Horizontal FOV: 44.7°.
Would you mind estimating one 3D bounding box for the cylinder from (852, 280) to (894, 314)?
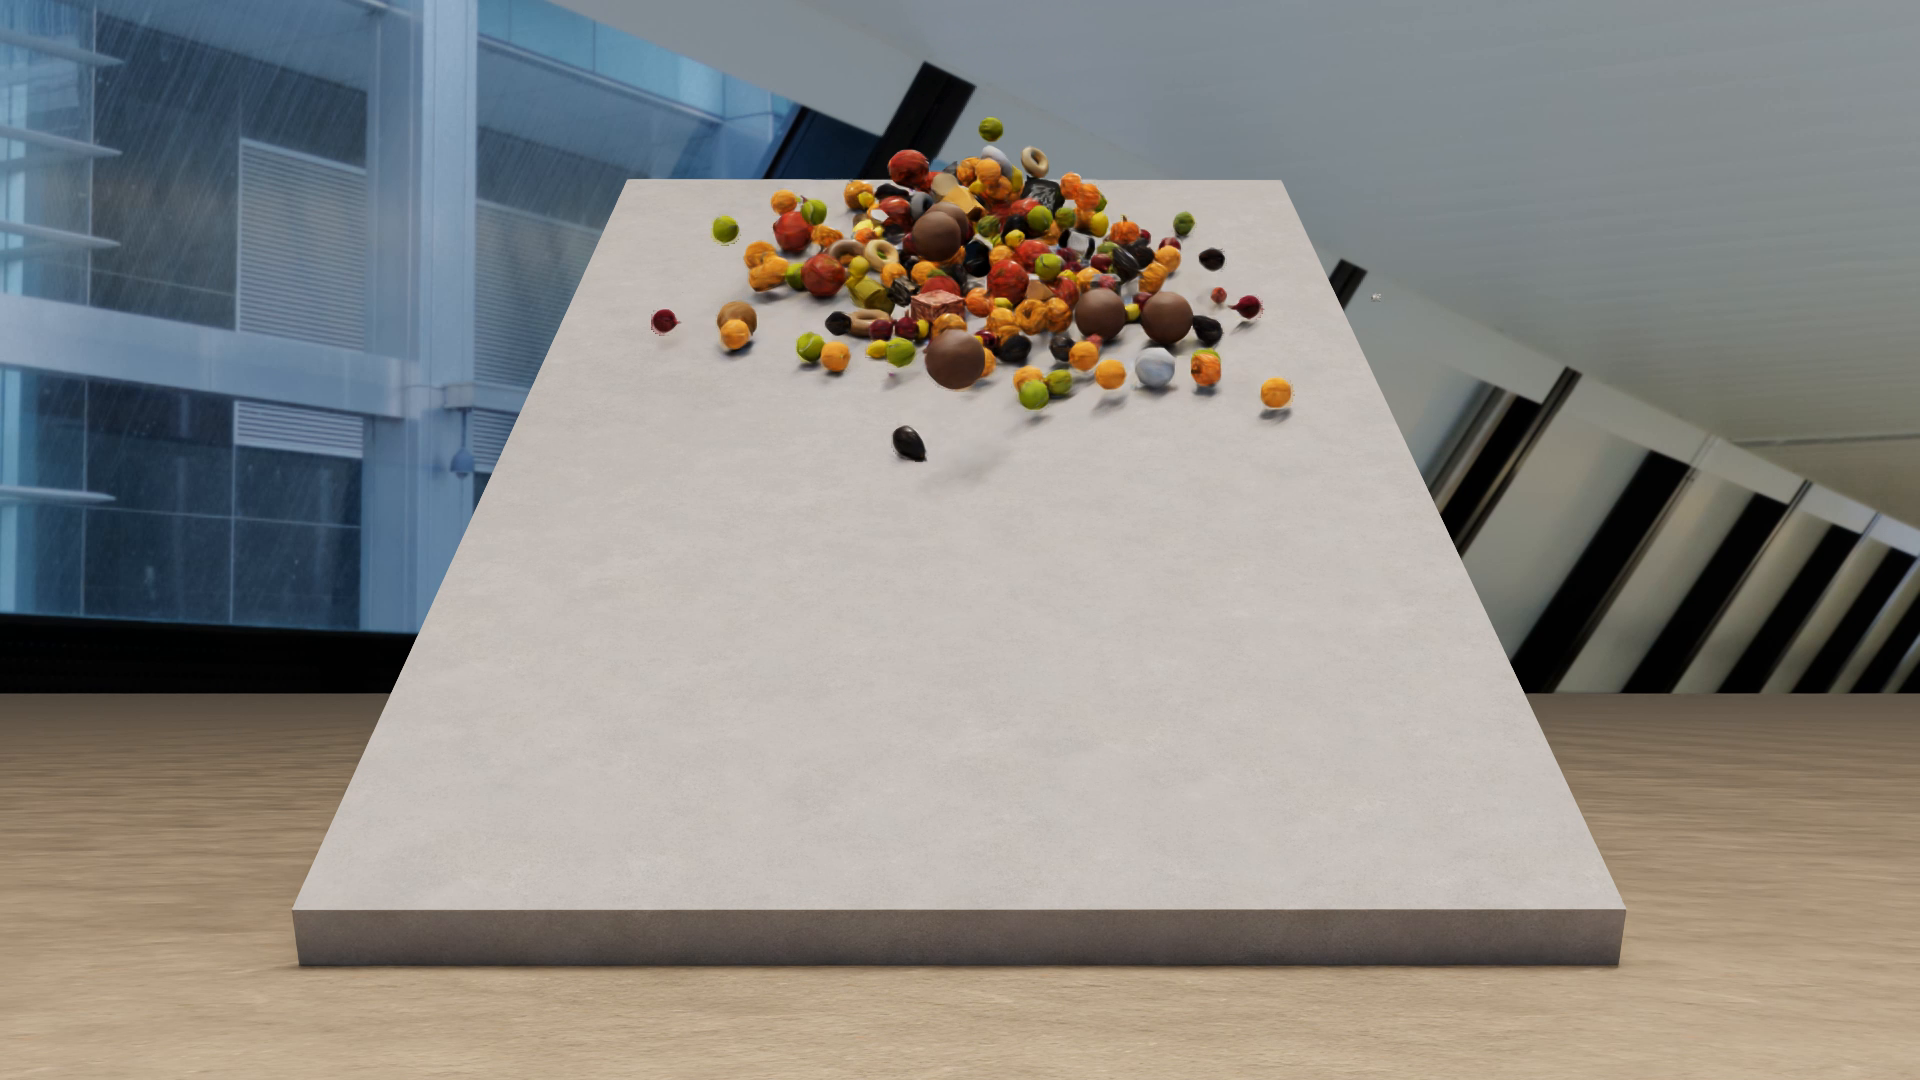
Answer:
[{"bbox_3d":[-0.221,-0.612,5.950,0.085,0.085,0.085,2,23,-27],"label":"cylinder"}]

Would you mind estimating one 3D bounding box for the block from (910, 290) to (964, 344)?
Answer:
[{"bbox_3d":[-0.057,-0.560,5.828,0.096,0.096,0.096,-20,31,-37],"label":"block"}]

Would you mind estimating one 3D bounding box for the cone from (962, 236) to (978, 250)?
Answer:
[{"bbox_3d":[0.047,-0.790,6.413,0.066,0.066,0.066,44,14,20],"label":"cone"}]

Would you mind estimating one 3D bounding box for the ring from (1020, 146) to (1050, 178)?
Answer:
[{"bbox_3d":[0.214,-1.078,6.658,0.099,0.099,0.033,3,-28,-42],"label":"ring"}]

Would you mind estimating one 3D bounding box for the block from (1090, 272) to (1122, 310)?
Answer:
[{"bbox_3d":[0.379,-0.645,6.045,0.073,0.073,0.073,3,25,6],"label":"block"}]

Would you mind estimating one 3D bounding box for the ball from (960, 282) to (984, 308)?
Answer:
[{"bbox_3d":[0.031,-0.631,5.985,0.066,0.066,0.066,0,-4,0],"label":"ball"}]

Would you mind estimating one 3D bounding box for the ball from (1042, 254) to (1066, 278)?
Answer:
[{"bbox_3d":[0.253,-0.731,6.244,0.065,0.065,0.065,0,-4,0],"label":"ball"}]

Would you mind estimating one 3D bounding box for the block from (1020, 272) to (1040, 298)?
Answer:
[{"bbox_3d":[0.184,-0.669,6.124,0.051,0.051,0.051,1,24,2],"label":"block"}]

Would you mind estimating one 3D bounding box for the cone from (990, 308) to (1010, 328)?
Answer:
[{"bbox_3d":[0.102,-0.573,5.894,0.052,0.052,0.052,0,39,7],"label":"cone"}]

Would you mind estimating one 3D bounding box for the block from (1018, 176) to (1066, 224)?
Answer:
[{"bbox_3d":[0.235,-0.971,6.677,0.094,0.094,0.094,15,-9,21],"label":"block"}]

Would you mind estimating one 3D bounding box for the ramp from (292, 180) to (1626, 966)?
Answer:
[{"bbox_3d":[-0.008,-0.229,5.337,2.000,0.100,4.000,0,24,0],"label":"ramp"}]

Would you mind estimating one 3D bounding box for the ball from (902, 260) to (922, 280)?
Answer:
[{"bbox_3d":[-0.129,-0.721,6.229,0.056,0.056,0.056,0,-4,0],"label":"ball"}]

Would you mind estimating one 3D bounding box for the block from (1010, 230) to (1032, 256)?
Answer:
[{"bbox_3d":[0.165,-0.806,6.341,0.059,0.059,0.059,1,-2,-1],"label":"block"}]

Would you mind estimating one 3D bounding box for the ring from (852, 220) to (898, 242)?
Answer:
[{"bbox_3d":[-0.235,-0.869,6.567,0.137,0.046,0.137,-3,25,2],"label":"ring"}]

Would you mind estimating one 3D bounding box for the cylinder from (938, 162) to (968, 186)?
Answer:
[{"bbox_3d":[-0.023,-1.077,6.943,0.072,0.072,0.072,-35,-14,14],"label":"cylinder"}]

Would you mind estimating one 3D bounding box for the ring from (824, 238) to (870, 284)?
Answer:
[{"bbox_3d":[-0.303,-0.743,6.218,0.125,0.125,0.042,0,-10,-4],"label":"ring"}]

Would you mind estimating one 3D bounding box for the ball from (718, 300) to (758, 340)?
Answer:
[{"bbox_3d":[-0.552,-0.543,5.784,0.100,0.100,0.100,0,-4,0],"label":"ball"}]

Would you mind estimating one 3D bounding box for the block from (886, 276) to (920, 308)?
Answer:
[{"bbox_3d":[-0.143,-0.624,5.857,0.053,0.053,0.053,34,31,14],"label":"block"}]

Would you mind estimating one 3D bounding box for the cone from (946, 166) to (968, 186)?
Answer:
[{"bbox_3d":[-0.022,-1.079,6.836,0.064,0.064,0.064,37,19,33],"label":"cone"}]

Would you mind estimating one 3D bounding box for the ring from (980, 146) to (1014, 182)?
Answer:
[{"bbox_3d":[0.104,-1.058,6.572,0.039,0.116,0.116,-41,8,-15],"label":"ring"}]

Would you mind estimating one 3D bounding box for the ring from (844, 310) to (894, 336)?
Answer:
[{"bbox_3d":[-0.229,-0.544,5.857,0.127,0.042,0.127,0,25,0],"label":"ring"}]

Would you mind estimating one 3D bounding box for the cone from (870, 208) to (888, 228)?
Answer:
[{"bbox_3d":[-0.230,-0.873,6.412,0.052,0.052,0.052,2,-46,-26],"label":"cone"}]

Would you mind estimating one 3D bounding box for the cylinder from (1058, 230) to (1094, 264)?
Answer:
[{"bbox_3d":[0.316,-0.799,6.355,0.076,0.076,0.076,13,-8,-22],"label":"cylinder"}]

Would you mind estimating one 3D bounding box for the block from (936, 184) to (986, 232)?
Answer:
[{"bbox_3d":[0.004,-0.937,6.588,0.085,0.085,0.085,-43,-17,14],"label":"block"}]

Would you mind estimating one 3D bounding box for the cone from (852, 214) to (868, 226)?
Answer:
[{"bbox_3d":[-0.273,-0.904,6.660,0.051,0.051,0.051,-2,-1,26],"label":"cone"}]

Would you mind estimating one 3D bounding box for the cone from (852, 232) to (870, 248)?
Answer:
[{"bbox_3d":[-0.291,-0.816,6.473,0.059,0.059,0.059,28,-29,17],"label":"cone"}]

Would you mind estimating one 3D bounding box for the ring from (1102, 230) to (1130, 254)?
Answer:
[{"bbox_3d":[0.431,-0.820,6.427,0.084,0.028,0.084,-19,-30,-11],"label":"ring"}]

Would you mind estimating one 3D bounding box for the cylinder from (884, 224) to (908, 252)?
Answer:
[{"bbox_3d":[-0.175,-0.823,6.355,0.057,0.057,0.057,-1,-14,9],"label":"cylinder"}]

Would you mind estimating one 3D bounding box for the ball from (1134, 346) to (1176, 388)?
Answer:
[{"bbox_3d":[0.460,-0.407,5.495,0.096,0.096,0.096,0,-4,0],"label":"ball"}]

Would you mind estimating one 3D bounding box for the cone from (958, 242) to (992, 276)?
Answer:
[{"bbox_3d":[0.019,-0.748,6.307,0.096,0.096,0.096,2,-7,-32],"label":"cone"}]

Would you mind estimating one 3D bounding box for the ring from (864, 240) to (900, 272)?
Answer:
[{"bbox_3d":[-0.207,-0.754,6.195,0.101,0.101,0.034,2,-29,-32],"label":"ring"}]
